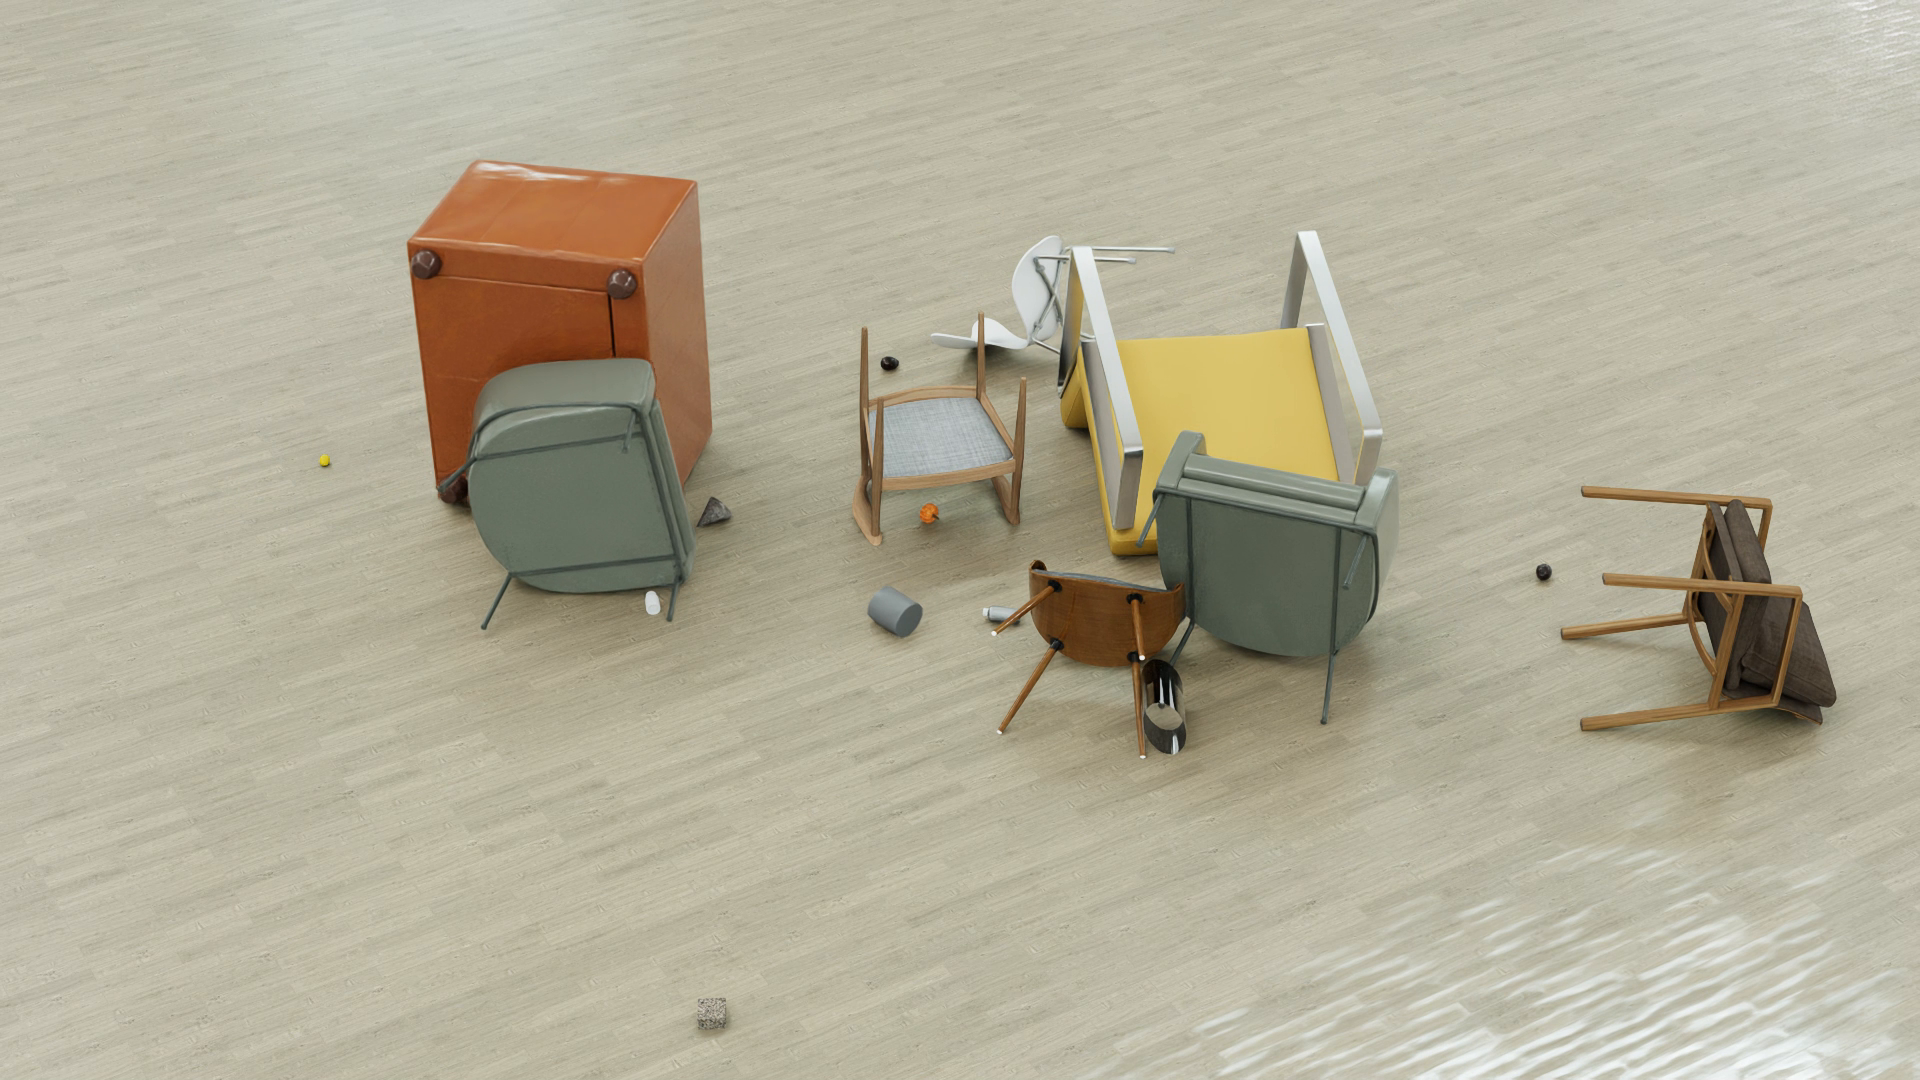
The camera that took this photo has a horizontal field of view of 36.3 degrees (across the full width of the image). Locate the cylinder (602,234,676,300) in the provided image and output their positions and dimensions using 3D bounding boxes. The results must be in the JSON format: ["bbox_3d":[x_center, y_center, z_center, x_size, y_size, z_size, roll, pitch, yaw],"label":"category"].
[{"bbox_3d":[-1.379,-1.172,12.579,0.318,0.157,0.298,26,41,33],"label":"cylinder"}]

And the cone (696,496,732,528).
[{"bbox_3d":[-0.946,-0.086,11.039,0.127,0.081,0.135,-41,49,-20],"label":"cone"}]

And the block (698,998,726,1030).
[{"bbox_3d":[-0.741,1.415,8.759,0.083,0.041,0.091,-2,33,-3],"label":"block"}]

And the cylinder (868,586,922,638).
[{"bbox_3d":[-0.231,0.255,10.448,0.152,0.114,0.137,31,76,38],"label":"cylinder"}]

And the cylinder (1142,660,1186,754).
[{"bbox_3d":[0.687,0.562,9.896,0.135,0.223,0.248,-16,32,12],"label":"cylinder"}]
